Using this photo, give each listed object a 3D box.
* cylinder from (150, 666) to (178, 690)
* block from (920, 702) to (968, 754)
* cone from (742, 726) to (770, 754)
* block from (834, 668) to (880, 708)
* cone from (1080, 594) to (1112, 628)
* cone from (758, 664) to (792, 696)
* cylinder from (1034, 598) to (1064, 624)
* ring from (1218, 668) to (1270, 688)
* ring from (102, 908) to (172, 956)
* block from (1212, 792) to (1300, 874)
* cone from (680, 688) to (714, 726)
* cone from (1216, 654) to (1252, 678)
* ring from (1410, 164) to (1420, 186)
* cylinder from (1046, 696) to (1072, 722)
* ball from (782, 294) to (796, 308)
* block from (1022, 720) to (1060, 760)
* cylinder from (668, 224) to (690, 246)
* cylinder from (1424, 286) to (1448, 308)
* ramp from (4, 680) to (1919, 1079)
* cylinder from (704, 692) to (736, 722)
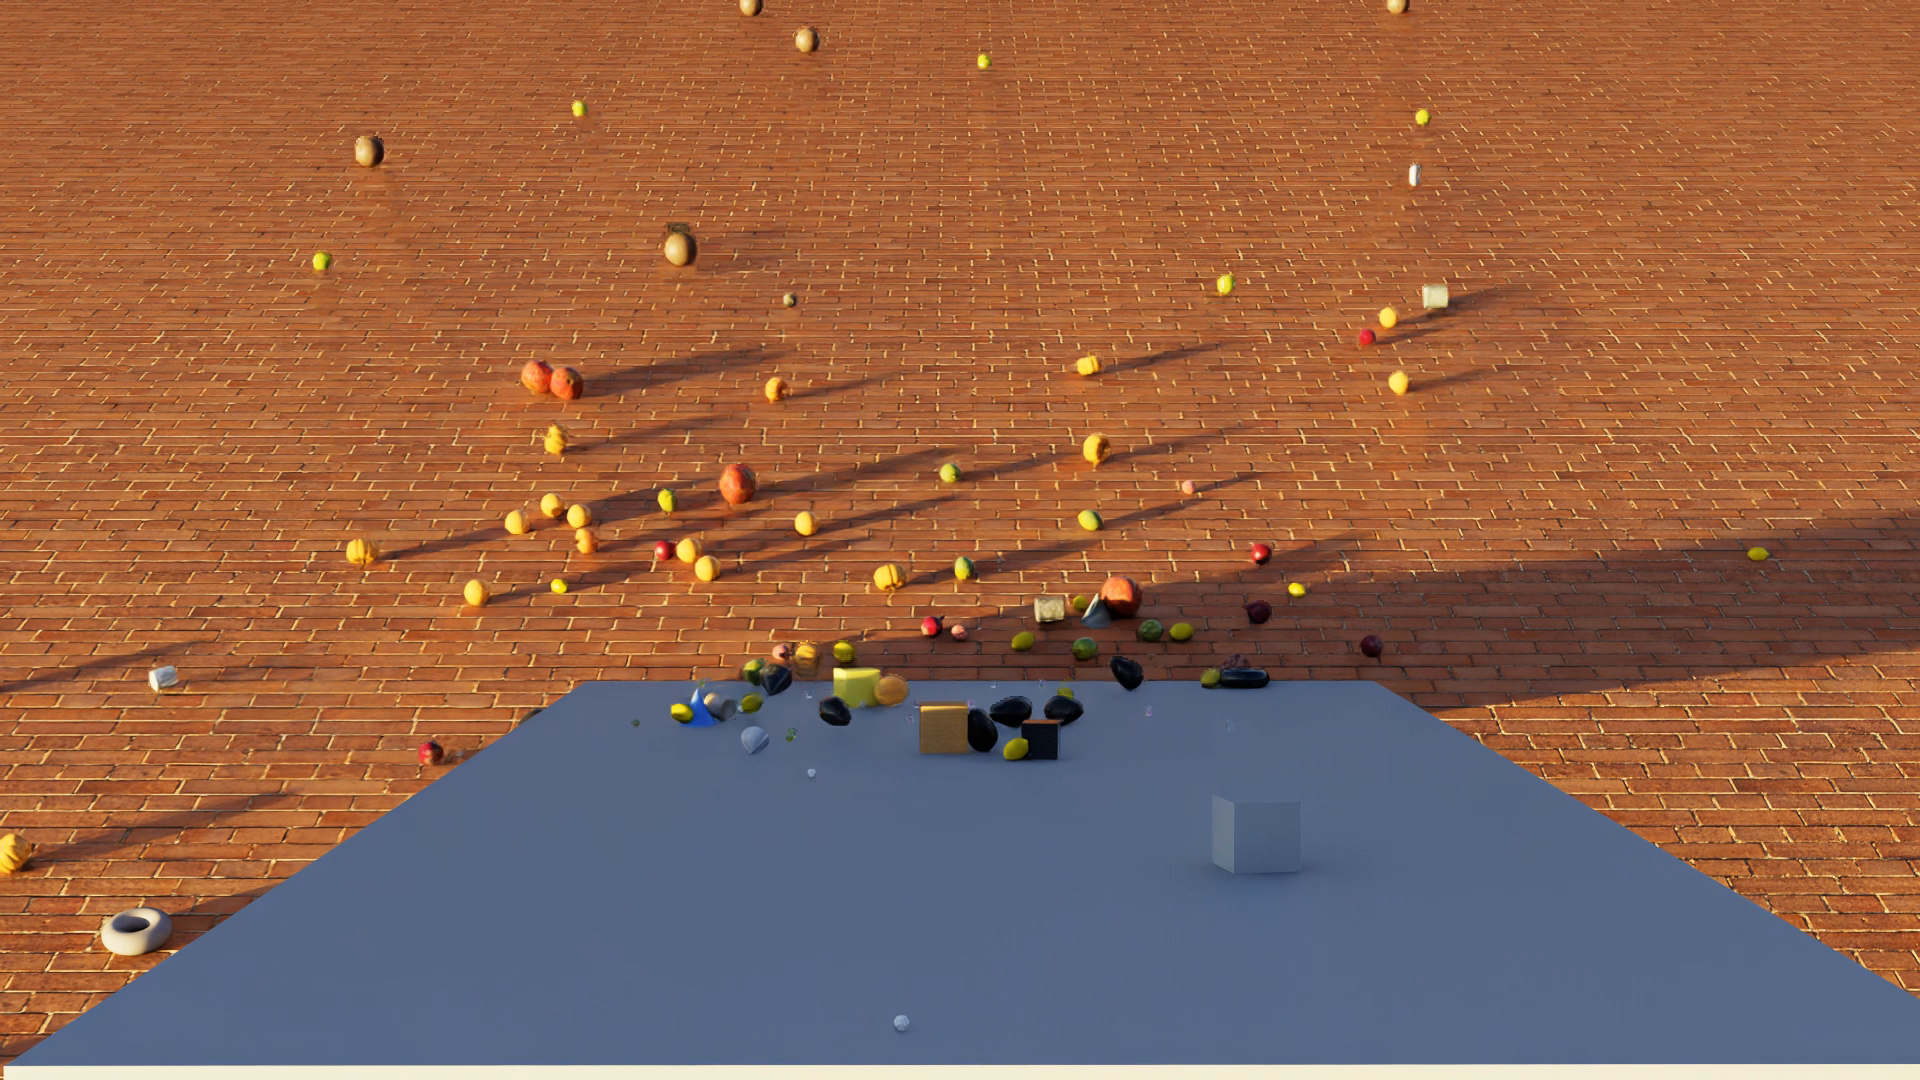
[{"bbox_3d":[-2.072,0.359,6.698,0.055,0.055,0.055,-17,29,-34],"label":"cylinder"},{"bbox_3d":[-0.033,0.370,5.090,0.092,0.092,0.092,0,2,-2],"label":"block"},{"bbox_3d":[-0.406,0.405,5.049,0.057,0.057,0.057,2,29,5],"label":"cone"},{"bbox_3d":[-0.239,0.341,5.955,0.083,0.083,0.083,-1,3,-24],"label":"block"},{"bbox_3d":[0.376,0.184,7.063,0.087,0.087,0.087,0,23,0],"label":"cone"},{"bbox_3d":[-0.451,0.354,6.203,0.081,0.081,0.081,2,29,5],"label":"cone"},{"bbox_3d":[0.246,0.194,7.065,0.069,0.069,0.069,-4,24,-10],"label":"cylinder"},{"bbox_3d":[0.704,0.342,6.395,0.131,0.044,0.131,0,1,0],"label":"ring"},{"bbox_3d":[-1.784,0.848,5.582,0.150,0.050,0.150,-1,24,0],"label":"ring"},{"bbox_3d":[0.427,0.421,3.710,0.100,0.100,0.100,-1,2,-12],"label":"block"},{"bbox_3d":[-0.568,0.359,5.566,0.077,0.077,0.077,0,2,0],"label":"cone"},{"bbox_3d":[0.695,0.352,6.731,0.099,0.099,0.099,-15,1,-30],"label":"cone"},{"bbox_3d":[1.962,-1.572,11.104,0.031,0.094,0.094,3,23,23],"label":"ring"},{"bbox_3d":[0.217,0.368,5.615,0.054,0.054,0.054,1,2,2],"label":"cylinder"},{"bbox_3d":[-0.634,-0.893,9.591,0.052,0.052,0.052,0,23,0],"label":"ball"},{"bbox_3d":[0.157,0.386,4.983,0.069,0.069,0.069,0,2,6],"label":"block"},{"bbox_3d":[-1.128,-1.224,10.314,0.083,0.083,0.083,-3,24,-5],"label":"cylinder"},{"bbox_3d":[1.771,-0.906,9.586,0.078,0.078,0.078,-1,23,-2],"label":"cylinder"},{"bbox_3d":[0.054,0.488,4.541,2.000,0.100,4.000,0,2,0],"label":"ramp"},{"bbox_3d":[-0.525,0.364,5.614,0.052,0.052,0.052,17,28,33],"label":"cylinder"}]
